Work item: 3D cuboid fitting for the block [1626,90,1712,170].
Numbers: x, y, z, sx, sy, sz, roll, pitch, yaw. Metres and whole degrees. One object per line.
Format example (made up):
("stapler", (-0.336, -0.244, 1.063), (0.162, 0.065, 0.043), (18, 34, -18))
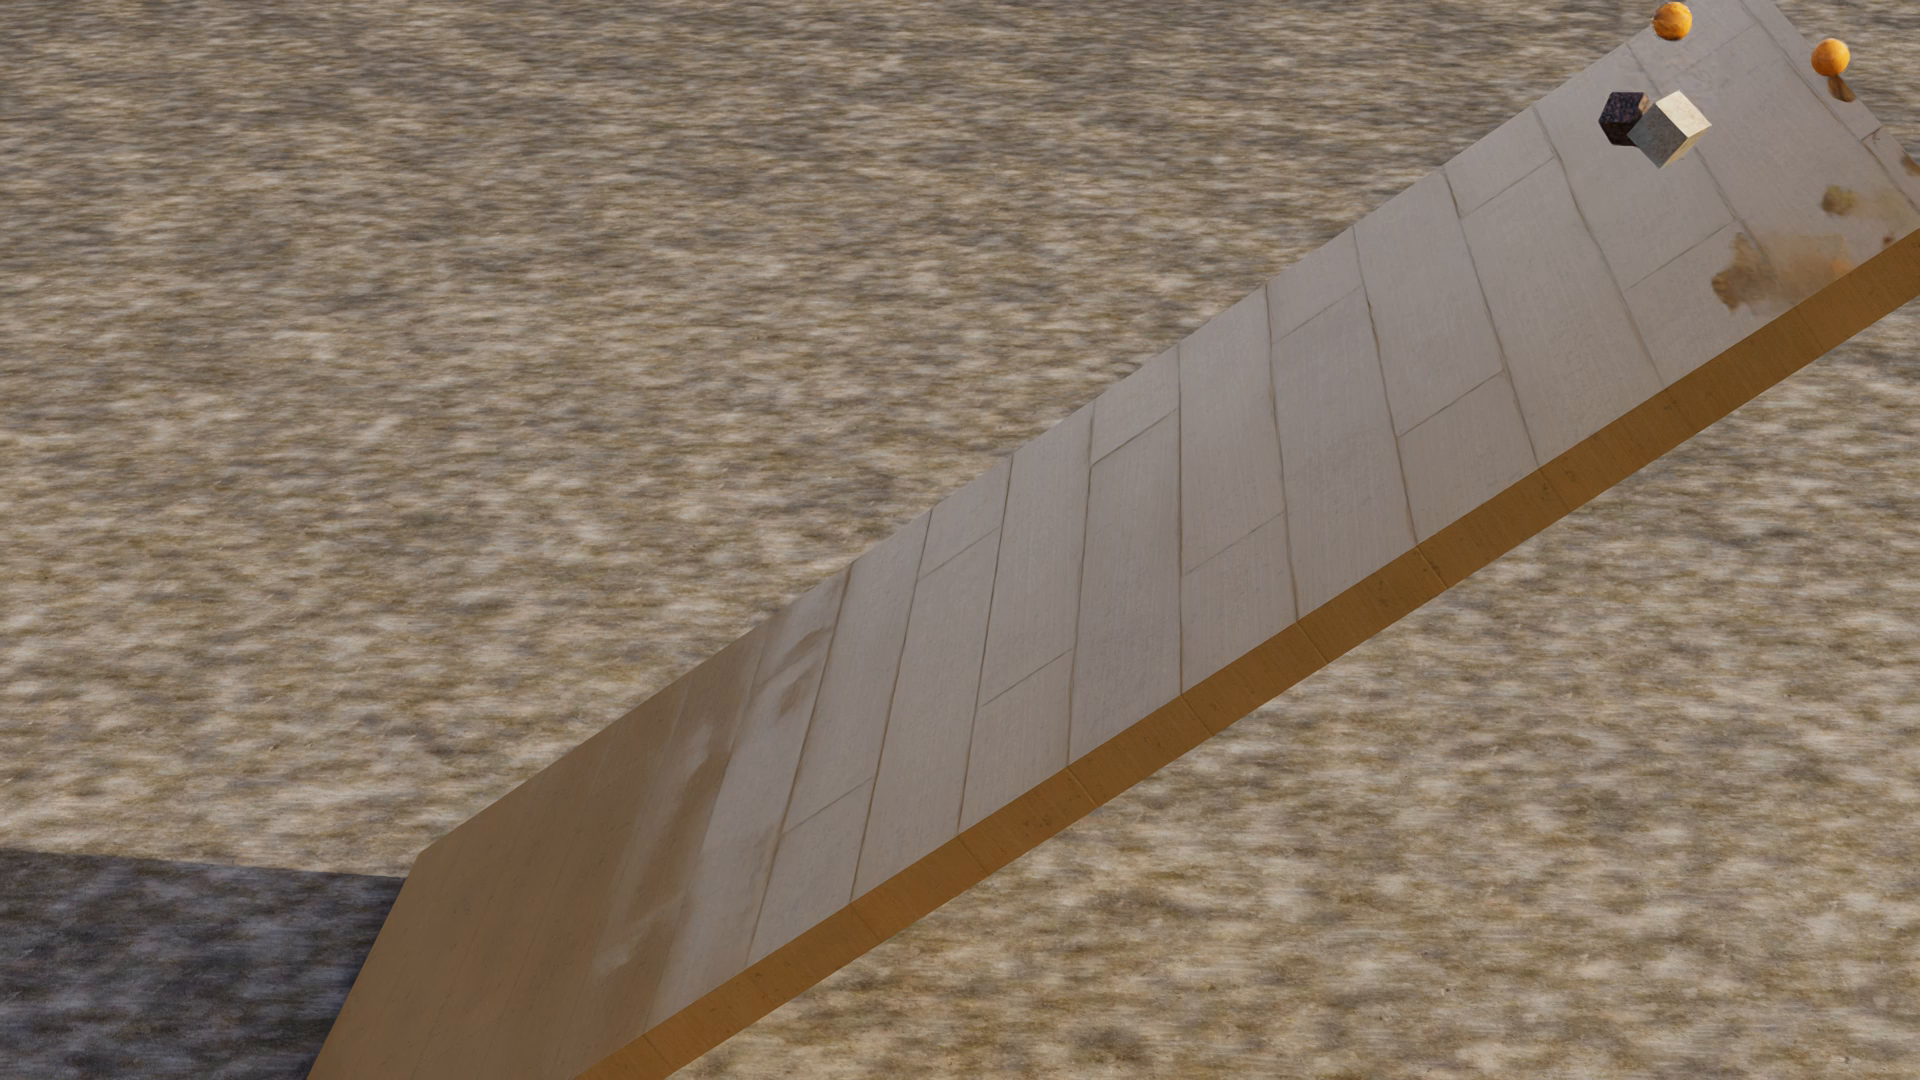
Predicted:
("block", (1.331, -0.770, 5.522), (0.091, 0.091, 0.091), (-29, 73, -41))

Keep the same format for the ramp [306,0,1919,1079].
("ramp", (0.131, 0.177, 6.317), (4.000, 0.100, 2.000), (-34, 16, 16))

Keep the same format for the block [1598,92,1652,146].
("block", (1.272, -0.802, 5.601), (0.071, 0.071, 0.071), (9, 64, 42))
